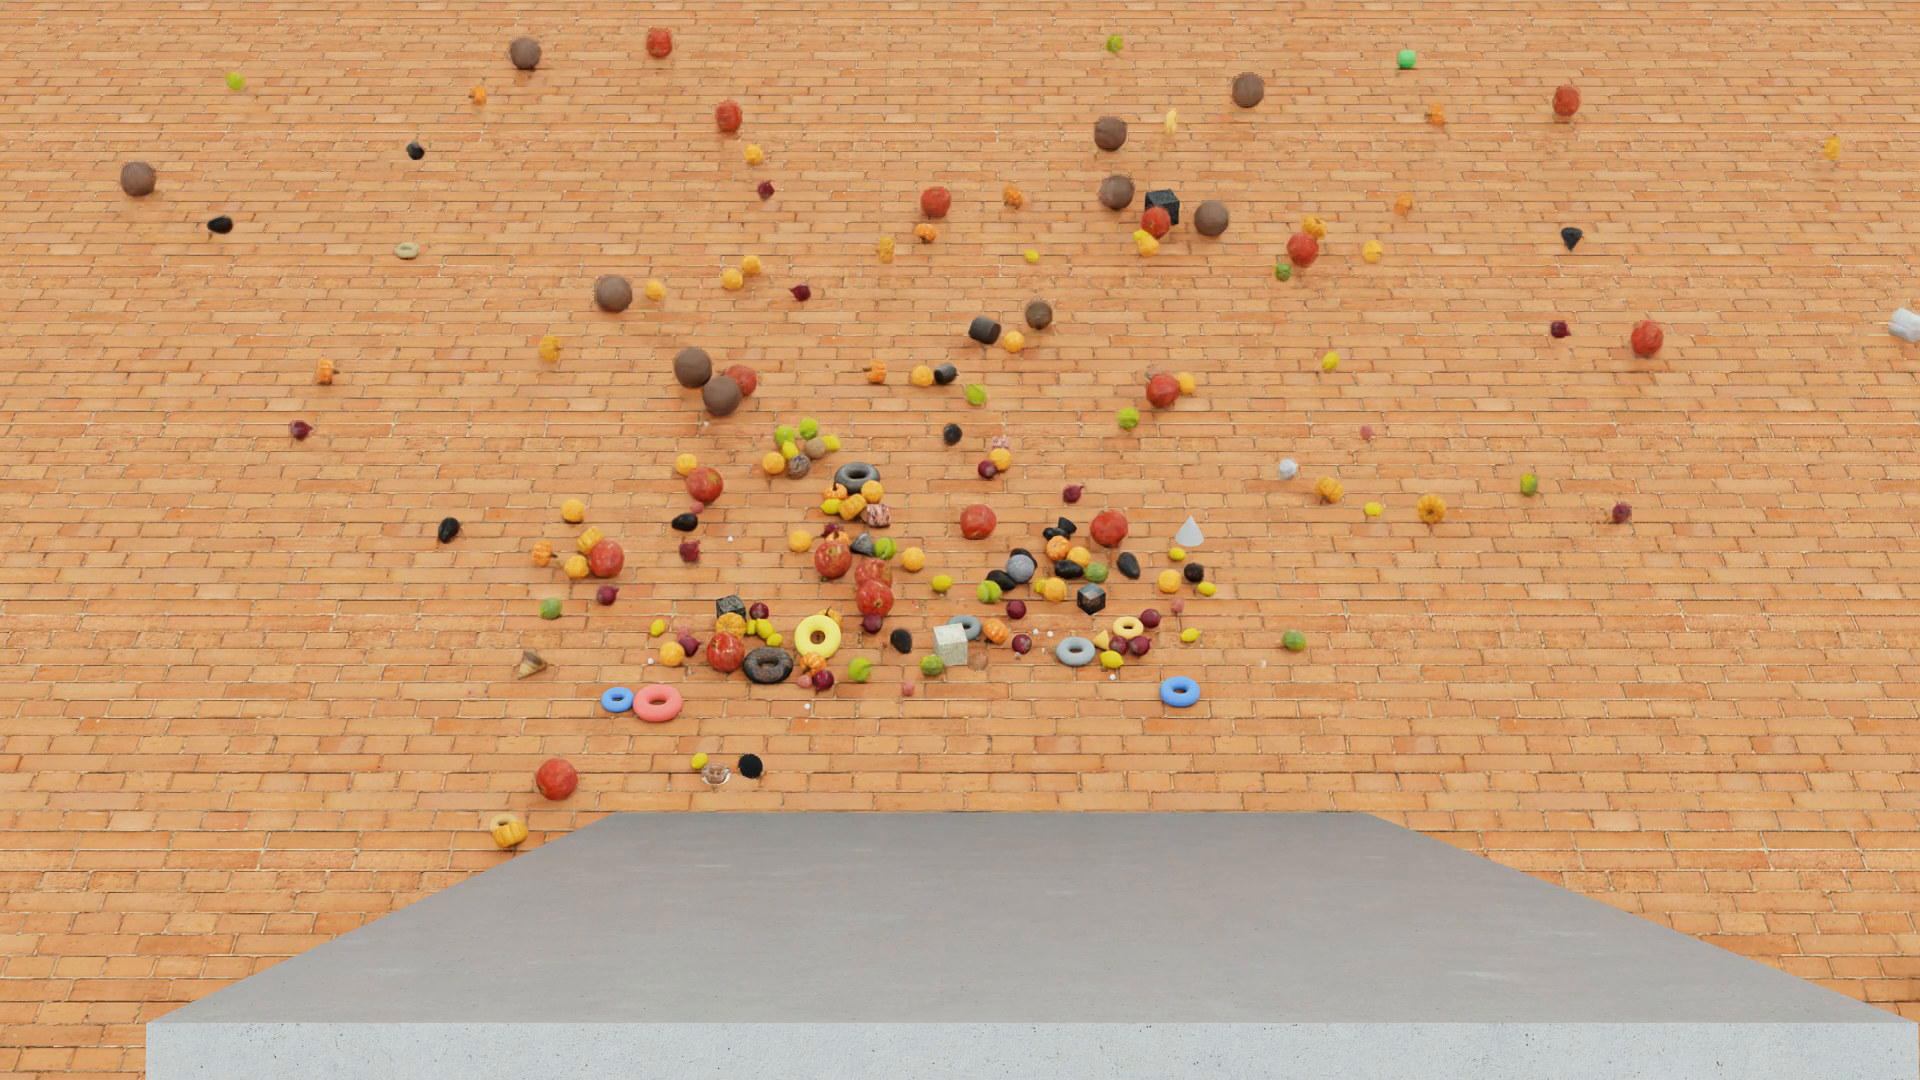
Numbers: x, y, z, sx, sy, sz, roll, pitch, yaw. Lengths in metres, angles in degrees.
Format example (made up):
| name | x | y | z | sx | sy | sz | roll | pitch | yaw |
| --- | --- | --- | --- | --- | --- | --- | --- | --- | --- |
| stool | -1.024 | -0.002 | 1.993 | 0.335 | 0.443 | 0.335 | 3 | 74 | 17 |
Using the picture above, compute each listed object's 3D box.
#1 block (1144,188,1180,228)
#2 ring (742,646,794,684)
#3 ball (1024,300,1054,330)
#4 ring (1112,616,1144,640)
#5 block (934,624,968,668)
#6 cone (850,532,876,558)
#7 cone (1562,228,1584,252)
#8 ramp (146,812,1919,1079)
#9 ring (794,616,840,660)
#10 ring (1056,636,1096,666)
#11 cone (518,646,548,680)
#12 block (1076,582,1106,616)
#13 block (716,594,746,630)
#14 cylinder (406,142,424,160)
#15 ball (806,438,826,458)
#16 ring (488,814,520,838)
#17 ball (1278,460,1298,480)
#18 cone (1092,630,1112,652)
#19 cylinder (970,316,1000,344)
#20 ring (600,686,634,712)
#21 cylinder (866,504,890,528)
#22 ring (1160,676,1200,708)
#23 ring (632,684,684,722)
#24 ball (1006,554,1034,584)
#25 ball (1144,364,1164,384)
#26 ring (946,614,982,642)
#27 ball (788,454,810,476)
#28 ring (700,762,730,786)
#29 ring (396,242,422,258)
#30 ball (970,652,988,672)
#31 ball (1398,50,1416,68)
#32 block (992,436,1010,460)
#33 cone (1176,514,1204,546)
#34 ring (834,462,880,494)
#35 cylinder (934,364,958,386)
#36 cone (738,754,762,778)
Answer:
| name | x | y | z | sx | sy | sz | roll | pitch | yaw |
| --- | --- | --- | --- | --- | --- | --- | --- | --- | --- |
| block | 0.741 | -1.217 | 9.549 | 0.097 | 0.097 | 0.097 | -11 | 38 | -14 |
| ring | -0.554 | 0.362 | 7.501 | 0.147 | 0.049 | 0.147 | 0 | 36 | 0 |
| ball | 0.272 | -0.775 | 8.964 | 0.097 | 0.097 | 0.097 | 0 | 37 | 0 |
| ring | 0.494 | 0.259 | 7.653 | 0.092 | 0.031 | 0.092 | 0 | 38 | 0 |
| block | -0.028 | 0.305 | 7.547 | 0.084 | 0.084 | 0.084 | -7 | 38 | -10 |
| cone | -0.283 | 0.028 | 7.953 | 0.079 | 0.079 | 0.079 | 46 | 52 | 11 |
| cone | 2.213 | -1.077 | 9.415 | 0.078 | 0.078 | 0.078 | 7 | 64 | 9 |
| ramp | 0.082 | 0.685 | 4.932 | 2.000 | 0.100 | 4.000 | 0 | -3 | 0 |
| ring | -0.414 | 0.284 | 7.572 | 0.138 | 0.046 | 0.138 | -2 | 69 | 6 |
| ring | 0.336 | 0.324 | 7.561 | 0.116 | 0.039 | 0.116 | -1 | 37 | 1 |
| cone | -1.248 | 0.371 | 7.497 | 0.090 | 0.090 | 0.090 | 28 | 72 | 31 |
| block | 0.391 | 0.175 | 7.738 | 0.060 | 0.060 | 0.060 | -24 | 43 | -29 |
| block | -0.676 | 0.213 | 7.682 | 0.068 | 0.068 | 0.068 | -16 | 40 | -20 |
| cylinder | -2.081 | -1.485 | 9.937 | 0.053 | 0.053 | 0.053 | -18 | 38 | -22 |
| ball | -0.462 | -0.293 | 8.353 | 0.067 | 0.067 | 0.067 | 0 | 37 | 0 |
| ring | -1.225 | 0.766 | 6.985 | 0.081 | 0.027 | 0.081 | 0 | 36 | 0 |
| ball | 1.040 | -0.224 | 8.265 | 0.062 | 0.062 | 0.062 | 0 | 37 | 0 |
| cone | 0.425 | 0.306 | 7.592 | 0.063 | 0.063 | 0.063 | -33 | 74 | -35 |
| cylinder | 0.085 | -0.717 | 8.904 | 0.077 | 0.077 | 0.077 | 22 | 42 | 26 |
| ring | -0.972 | 0.454 | 7.393 | 0.097 | 0.032 | 0.097 | 0 | 36 | 0 |
| cylinder | -0.252 | -0.076 | 8.063 | 0.070 | 0.070 | 0.070 | -4 | 37 | -5 |
| ring | 0.627 | 0.432 | 7.417 | 0.116 | 0.039 | 0.116 | -1 | 37 | 1 |
| ring | -0.856 | 0.462 | 7.370 | 0.143 | 0.048 | 0.143 | 0 | 36 | 0 |
| ball | 0.181 | 0.087 | 7.832 | 0.088 | 0.088 | 0.088 | 0 | 37 | 0 |
| ball | 0.648 | -0.557 | 8.703 | 0.065 | 0.065 | 0.065 | 0 | 37 | 0 |
| ring | 0.011 | 0.259 | 7.648 | 0.109 | 0.036 | 0.109 | 0 | 36 | 0 |
| ball | -0.511 | -0.237 | 8.274 | 0.071 | 0.071 | 0.071 | 0 | 37 | 0 |
| ring | -0.671 | 0.642 | 7.149 | 0.083 | 0.028 | 0.083 | -1 | 36 | 0 |
| ring | -1.987 | -1.043 | 9.375 | 0.090 | 0.030 | 0.090 | 0 | 36 | 0 |
| ball | 0.056 | 0.351 | 7.510 | 0.055 | 0.055 | 0.055 | 0 | 37 | 0 |
| ball | 1.810 | -1.946 | 10.529 | 0.077 | 0.077 | 0.077 | 0 | 37 | 0 |
| block | 0.130 | -0.294 | 8.364 | 0.054 | 0.054 | 0.054 | 2 | 37 | 3 |
| cone | 0.708 | -0.042 | 8.002 | 0.089 | 0.089 | 0.089 | 0 | 37 | 0 |
| ring | -0.326 | -0.195 | 8.238 | 0.148 | 0.049 | 0.148 | -1 | 36 | 0 |
| cylinder | -0.049 | -0.554 | 8.705 | 0.057 | 0.057 | 0.057 | -27 | 45 | -31 |
| cone | -0.564 | 0.616 | 7.179 | 0.071 | 0.071 | 0.071 | 13 | 12 | 16 |
